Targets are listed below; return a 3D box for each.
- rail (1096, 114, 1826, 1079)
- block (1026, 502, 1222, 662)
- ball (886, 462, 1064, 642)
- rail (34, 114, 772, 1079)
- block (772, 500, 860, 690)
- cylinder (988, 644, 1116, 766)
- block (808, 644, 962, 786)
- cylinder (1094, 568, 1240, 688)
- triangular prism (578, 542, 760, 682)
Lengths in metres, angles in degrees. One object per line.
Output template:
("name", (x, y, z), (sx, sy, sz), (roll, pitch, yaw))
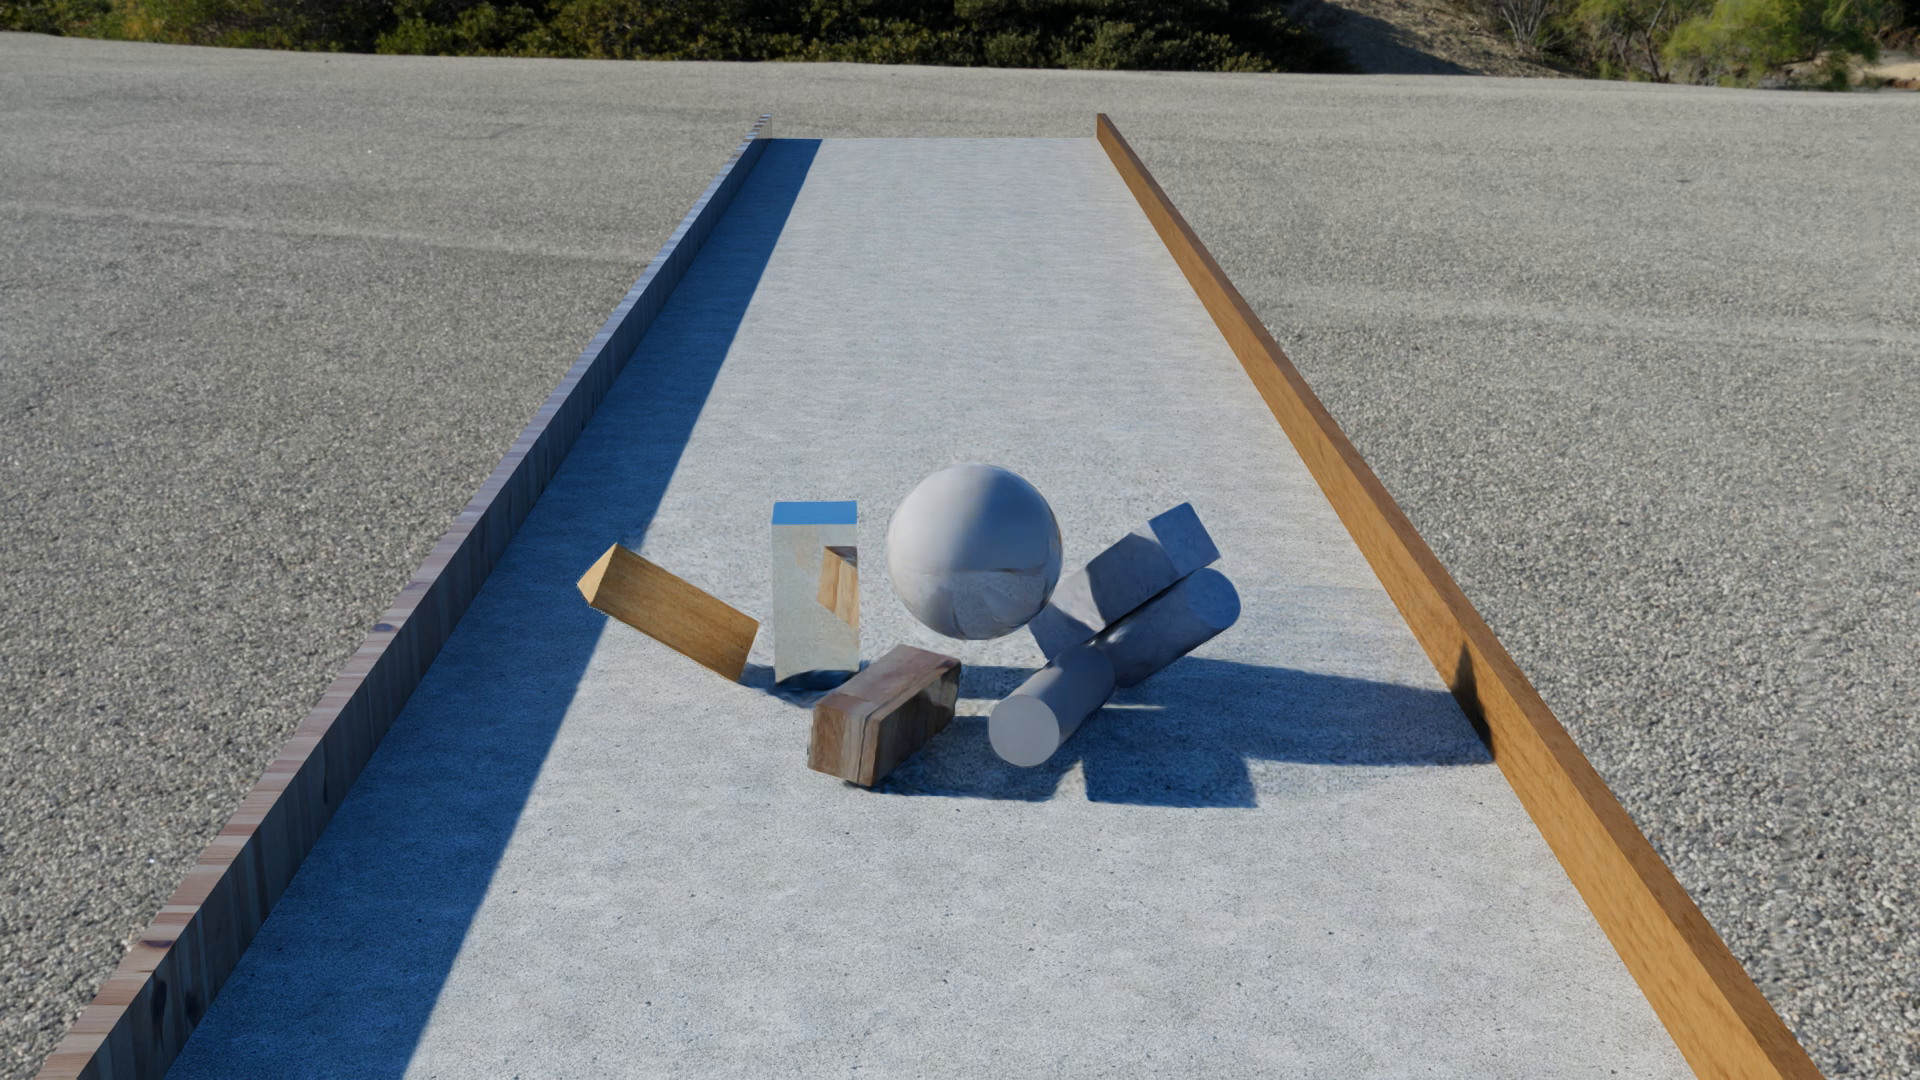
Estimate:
("rail", (0.932, -0.844, 7.801), (0.050, 0.150, 12.000), (0, 17, -1))
("block", (0.302, 0.086, 4.225), (0.122, 0.122, 0.433), (-25, -9, -41))
("ball", (0.027, 0.022, 4.030), (0.327, 0.327, 0.327), (0, 17, 0))
("rail", (-1.118, -0.838, 7.780), (0.050, 0.150, 12.000), (0, 17, -1))
("block", (-0.279, 0.107, 4.285), (0.162, 0.332, 0.162), (-1, 17, -2))
("cylinder", (0.170, 0.290, 3.929), (0.125, 0.125, 0.445), (5, 10, 16))
("block", (-0.130, 0.308, 3.929), (0.122, 0.122, 0.370), (14, 19, 19))
("cylinder", (0.388, 0.169, 4.158), (0.121, 0.121, 0.315), (-13, -16, -36))
("triangular prism", (-0.556, 0.131, 4.271), (0.338, 0.115, 0.133), (31, 3, -26))
